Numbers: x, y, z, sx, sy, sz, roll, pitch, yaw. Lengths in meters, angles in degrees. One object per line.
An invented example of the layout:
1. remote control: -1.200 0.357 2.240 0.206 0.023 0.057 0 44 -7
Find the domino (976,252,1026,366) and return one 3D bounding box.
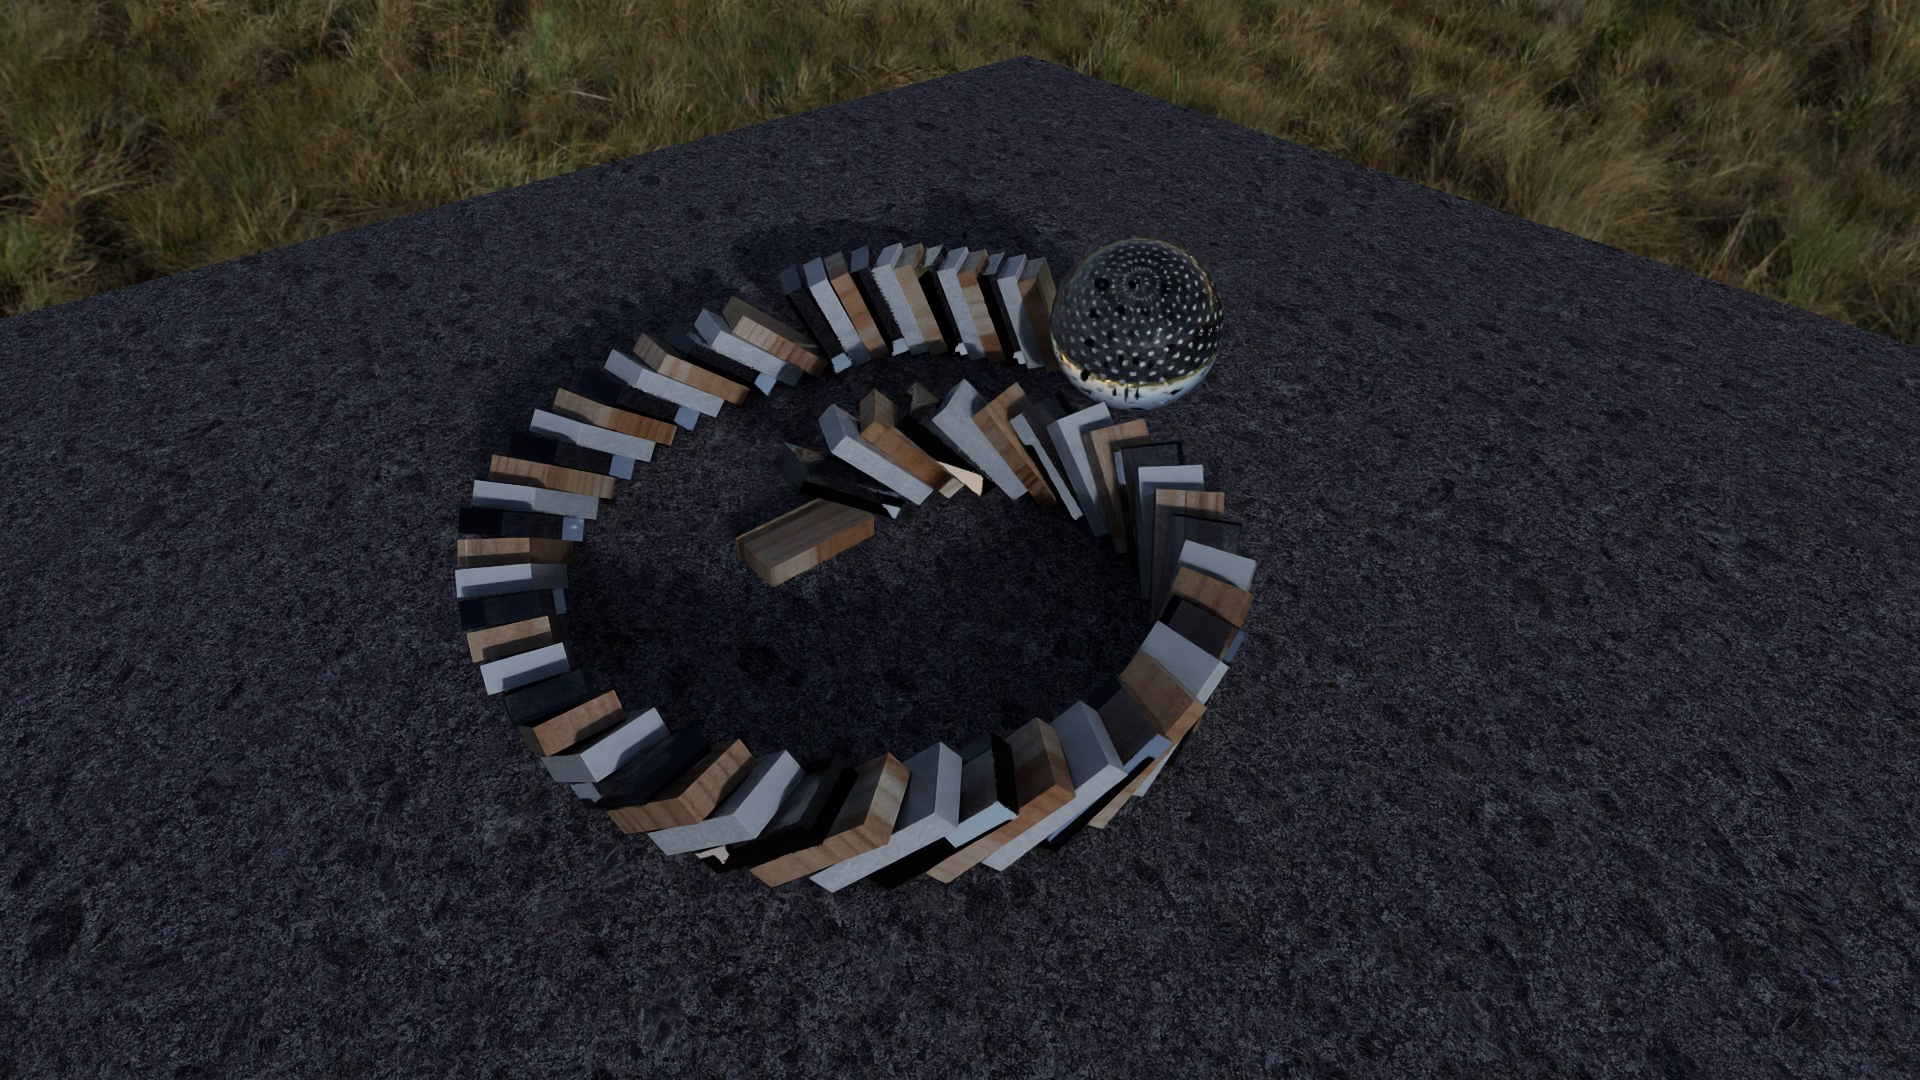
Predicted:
1. domino: 0.024 -0.116 0.553 0.010 0.050 0.025 -8 35 23

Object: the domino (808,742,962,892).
1. domino: -0.022 0.081 0.320 0.050 0.009 0.025 -34 30 27

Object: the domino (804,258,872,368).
1. domino: -0.061 -0.114 0.551 0.010 0.050 0.025 -25 41 5

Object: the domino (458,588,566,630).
1. domino: -0.158 0.024 0.390 0.025 0.009 0.050 -9 0 -10

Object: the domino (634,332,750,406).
1. domino: -0.126 -0.080 0.517 0.025 0.009 0.050 39 12 37

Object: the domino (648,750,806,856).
1. domino: -0.069 0.078 0.324 0.050 0.009 0.025 -24 19 43

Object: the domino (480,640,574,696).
1. domino: -0.144 0.042 0.368 0.025 0.010 0.050 -16 1 -18

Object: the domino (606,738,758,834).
1. domino: -0.084 0.074 0.329 0.050 0.010 0.025 -22 17 47

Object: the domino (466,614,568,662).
1. domino: -0.151 0.033 0.379 0.025 0.009 0.050 -13 0 -15

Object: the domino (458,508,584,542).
1. domino: -0.169 -0.006 0.426 0.025 0.010 0.050 4 -1 5

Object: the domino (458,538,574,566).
1. domino: -0.166 0.005 0.414 0.025 0.010 0.050 -2 -1 -2

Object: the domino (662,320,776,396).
1. domino: -0.114 -0.086 0.525 0.050 0.010 0.025 20 17 -48

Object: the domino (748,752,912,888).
1. domino: -0.038 0.082 0.319 0.050 0.009 0.025 -30 26 33

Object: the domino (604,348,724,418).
1. domino: -0.136 -0.072 0.507 0.025 0.010 0.050 32 8 33

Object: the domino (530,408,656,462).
1. domino: -0.157 -0.045 0.474 0.025 0.010 0.050 17 2 20

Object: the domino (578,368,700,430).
1. domino: -0.144 -0.063 0.496 0.025 0.010 0.050 26 5 28

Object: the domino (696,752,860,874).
1. domino: -0.054 0.080 0.321 0.050 0.009 0.025 -27 23 38

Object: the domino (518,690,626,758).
1. domino: -0.124 0.058 0.349 0.025 0.009 0.050 -26 5 -28

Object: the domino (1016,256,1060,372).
1. domino: 0.043 -0.112 0.548 0.010 0.050 0.025 -8 35 23

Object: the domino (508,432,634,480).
1. domino: -0.162 -0.035 0.462 0.025 0.010 0.050 14 1 16

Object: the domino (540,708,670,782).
1. domino: -0.111 0.064 0.341 0.025 0.010 0.050 -33 9 -34

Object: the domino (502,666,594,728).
1. domino: -0.135 0.050 0.358 0.025 0.010 0.050 -21 3 -23

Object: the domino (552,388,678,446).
1. domino: -0.152 -0.054 0.485 0.025 0.009 0.050 21 3 24

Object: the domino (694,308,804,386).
1. domino: -0.102 -0.093 0.533 0.050 0.009 0.025 22 20 -44

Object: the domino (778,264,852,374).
1. domino: -0.072 -0.109 0.545 0.010 0.050 0.025 -28 41 5

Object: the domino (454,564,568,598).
1. domino: -0.163 0.014 0.402 0.025 0.010 0.050 -5 -1 -6

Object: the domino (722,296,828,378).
1. domino: -0.091 -0.100 0.540 0.050 0.010 0.025 25 20 -36

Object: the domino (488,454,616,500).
1. domino: -0.166 -0.025 0.450 0.025 0.010 0.050 10 0 13

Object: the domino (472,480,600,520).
1. domino: -0.168 -0.016 0.438 0.025 0.009 0.050 7 -1 9

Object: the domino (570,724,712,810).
1. domino: -0.098 0.070 0.334 0.025 0.009 0.050 -39 12 -37

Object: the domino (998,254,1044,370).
1. domino: 0.033 -0.114 0.551 0.010 0.050 0.025 -8 35 23
